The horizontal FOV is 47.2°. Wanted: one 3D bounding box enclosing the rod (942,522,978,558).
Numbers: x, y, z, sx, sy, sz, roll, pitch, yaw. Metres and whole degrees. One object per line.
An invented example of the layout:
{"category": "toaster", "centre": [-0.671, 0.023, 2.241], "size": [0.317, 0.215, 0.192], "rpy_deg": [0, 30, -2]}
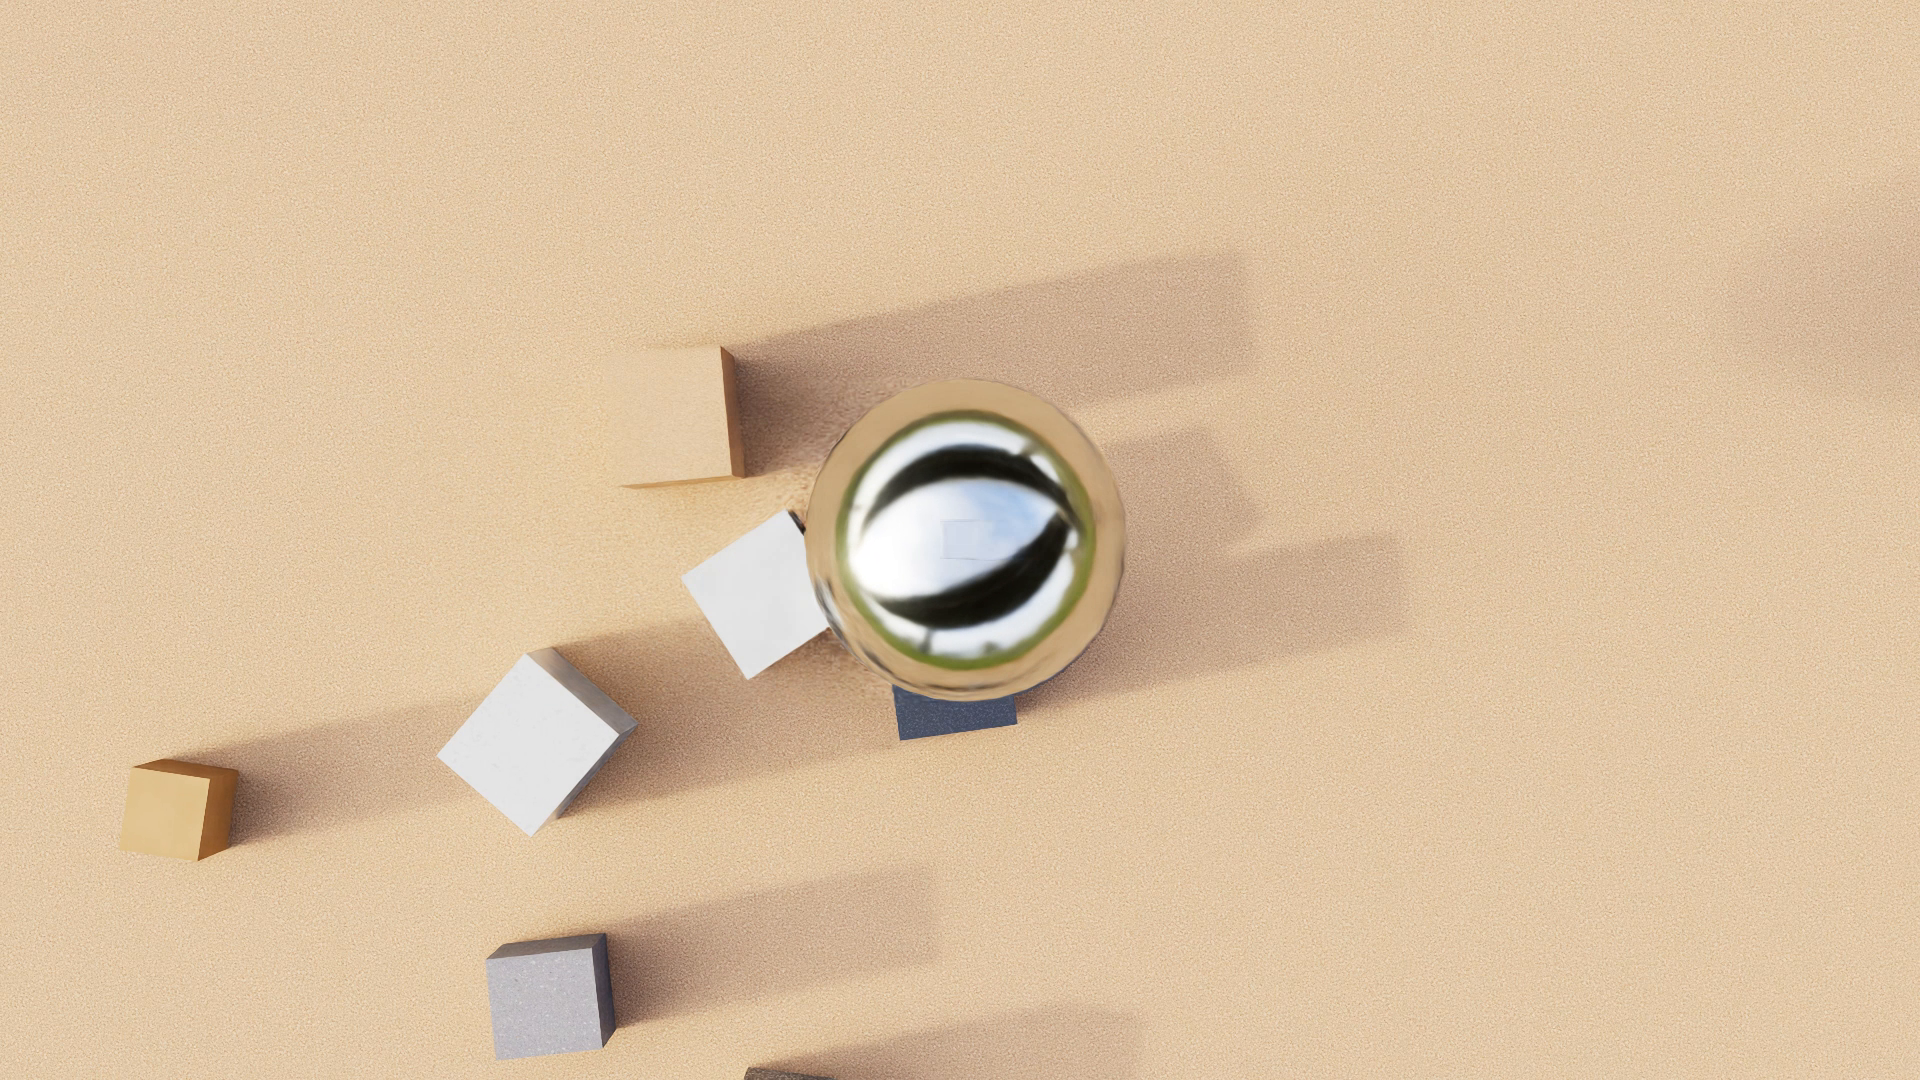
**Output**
{"category": "rod", "centre": [0.013, 0.000, 7.473], "size": [0.080, 5.200, 0.080], "rpy_deg": [0, 90, 0]}

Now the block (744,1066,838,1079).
{"category": "block", "centre": [-1.025, 3.424, 12.767], "size": [0.531, 0.466, 0.554], "rpy_deg": [7, 90, 0]}

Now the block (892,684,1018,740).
{"category": "block", "centre": [-0.049, 0.782, 12.701], "size": [0.672, 0.599, 0.614], "rpy_deg": [-8, 90, 0]}

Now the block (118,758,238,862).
{"category": "block", "centre": [-4.524, 1.560, 12.751], "size": [0.452, 0.498, 0.474], "rpy_deg": [9, 90, 0]}

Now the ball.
{"category": "ball", "centre": [0.029, 0.000, 10.873], "size": [1.600, 1.600, 1.600], "rpy_deg": [0, 90, 0]}

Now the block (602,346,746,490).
{"category": "block", "centre": [-1.630, -0.692, 12.615], "size": [0.657, 0.770, 0.728], "rpy_deg": [-5, 90, 0]}

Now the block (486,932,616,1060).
{"category": "block", "centre": [-2.367, 2.641, 12.753], "size": [0.609, 0.493, 0.577], "rpy_deg": [-6, 90, 0]}

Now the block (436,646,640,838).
{"category": "block", "centre": [-2.404, 1.142, 12.618], "size": [0.695, 0.765, 0.754], "rpy_deg": [41, 90, 0]}

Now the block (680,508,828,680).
{"category": "block", "centre": [-1.090, 0.305, 12.691], "size": [0.706, 0.619, 0.692], "rpy_deg": [-33, 90, 0]}
